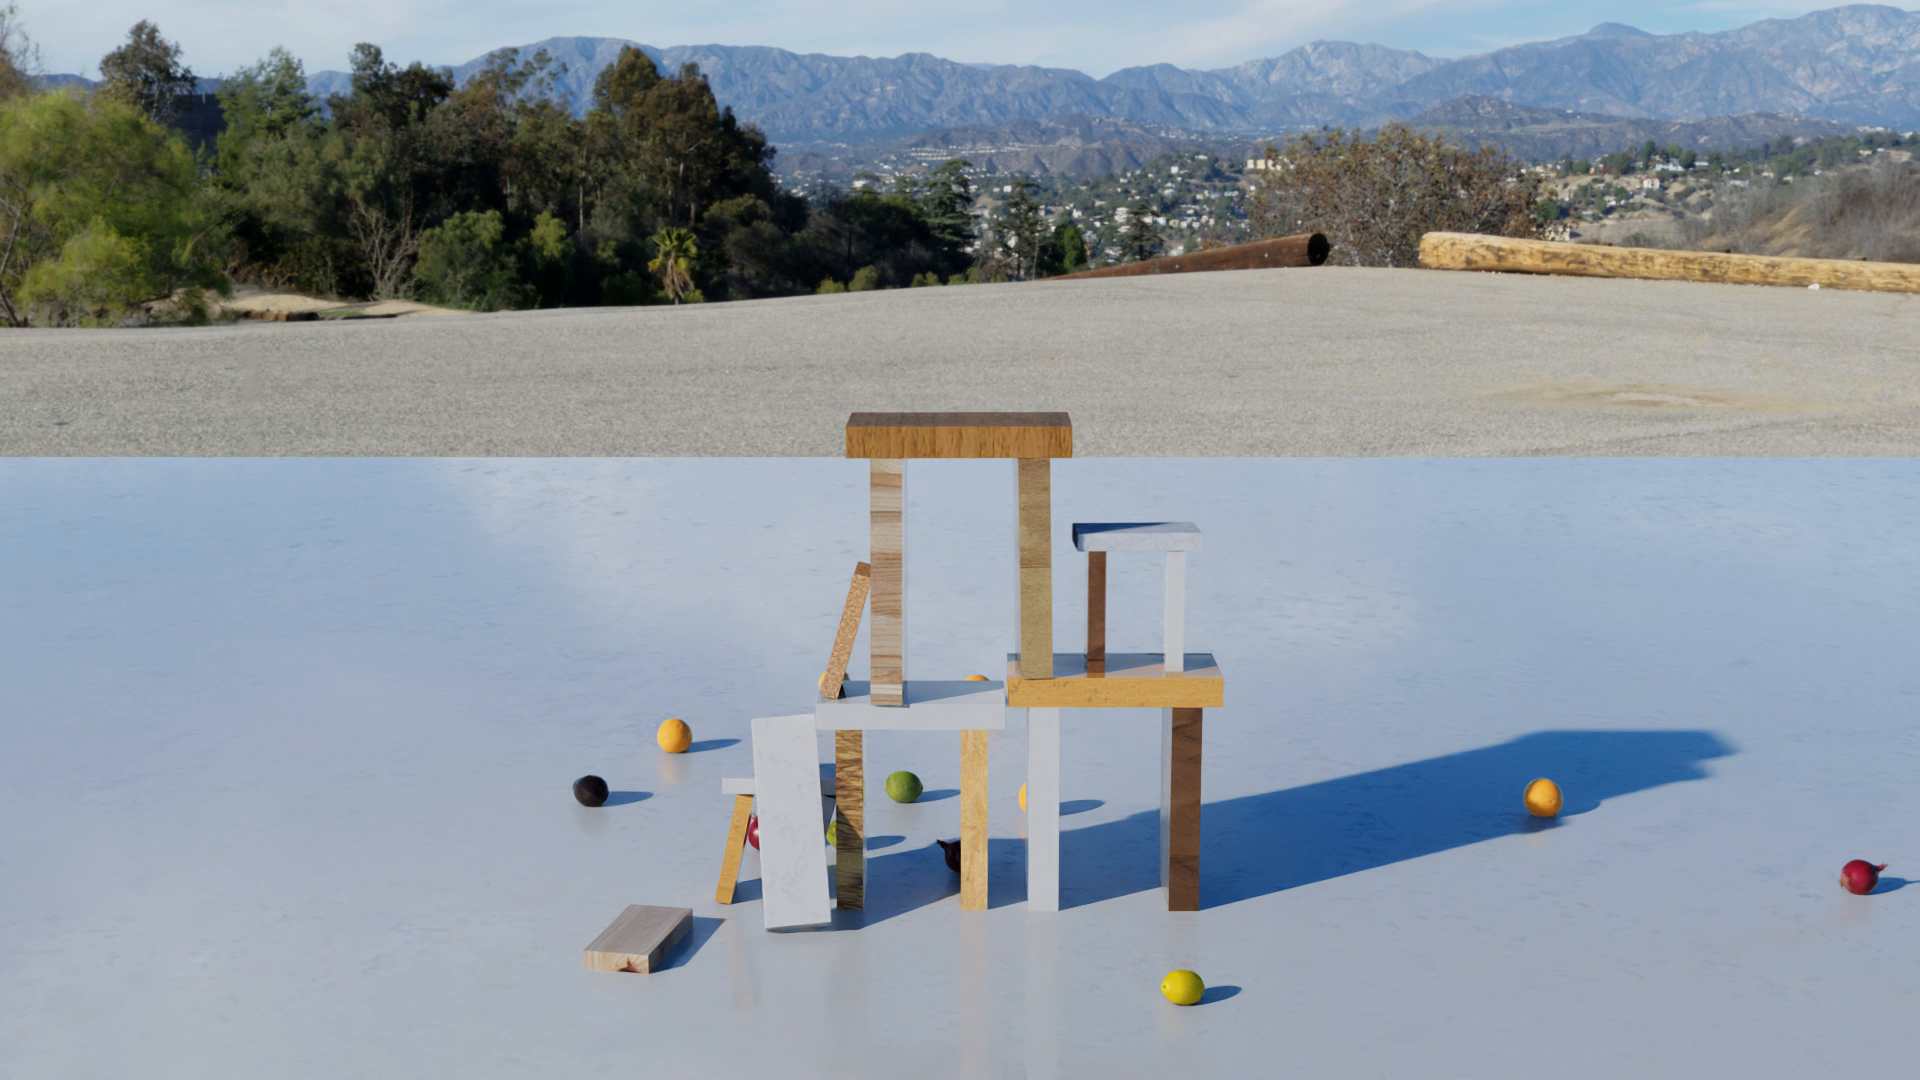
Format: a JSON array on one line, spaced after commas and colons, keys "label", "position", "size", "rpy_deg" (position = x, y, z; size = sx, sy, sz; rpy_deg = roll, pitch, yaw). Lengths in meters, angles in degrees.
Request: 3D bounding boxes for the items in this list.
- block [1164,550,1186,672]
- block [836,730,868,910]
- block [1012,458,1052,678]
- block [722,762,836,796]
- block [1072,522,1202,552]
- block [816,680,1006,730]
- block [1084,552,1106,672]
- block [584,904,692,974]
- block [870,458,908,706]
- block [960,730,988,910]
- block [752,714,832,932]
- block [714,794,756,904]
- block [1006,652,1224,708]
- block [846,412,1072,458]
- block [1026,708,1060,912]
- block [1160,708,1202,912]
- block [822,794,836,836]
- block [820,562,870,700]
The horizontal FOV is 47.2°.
[{"label": "block", "position": [0.349, 0.106, 3.586], "size": [0.028, 0.200, 0.100], "rpy_deg": [1, 11, 3]}, {"label": "block", "position": [-0.179, 0.441, 3.639], "size": [0.043, 0.304, 0.152], "rpy_deg": [0, 11, 0]}, {"label": "block", "position": [0.117, 0.031, 3.564], "size": [0.050, 0.355, 0.177], "rpy_deg": [-1, 11, -2]}, {"label": "block", "position": [-0.294, 0.394, 3.630], "size": [0.186, 0.026, 0.093], "rpy_deg": [1, 11, 0]}, {"label": "block", "position": [0.285, -0.005, 3.559], "size": [0.200, 0.028, 0.100], "rpy_deg": [0, 11, -2]}, {"label": "block", "position": [-0.079, 0.270, 3.607], "size": [0.304, 0.043, 0.152], "rpy_deg": [0, 11, 0]}, {"label": "block", "position": [0.219, 0.107, 3.578], "size": [0.028, 0.200, 0.100], "rpy_deg": [0, 11, 0]}, {"label": "block", "position": [-0.499, 0.620, 3.426], "size": [0.104, 0.029, 0.208], "rpy_deg": [2, 11, 12]}, {"label": "block", "position": [-0.115, 0.052, 3.570], "size": [0.050, 0.399, 0.177], "rpy_deg": [0, 11, 1]}, {"label": "block", "position": [0.023, 0.441, 3.639], "size": [0.043, 0.304, 0.152], "rpy_deg": [0, 11, 0]}, {"label": "block", "position": [-0.272, 0.453, 3.543], "size": [0.104, 0.343, 0.029], "rpy_deg": [-5, -20, -2]}, {"label": "block", "position": [-0.370, 0.499, 3.645], "size": [0.026, 0.186, 0.093], "rpy_deg": [12, 10, -1]}, {"label": "block", "position": [0.250, 0.229, 3.603], "size": [0.343, 0.049, 0.171], "rpy_deg": [0, 11, 0]}, {"label": "block", "position": [-0.001, -0.169, 3.529], "size": [0.355, 0.050, 0.177], "rpy_deg": [0, 11, 0]}, {"label": "block", "position": [0.136, 0.421, 3.639], "size": [0.049, 0.343, 0.171], "rpy_deg": [0, 11, 0]}, {"label": "block", "position": [0.365, 0.421, 3.639], "size": [0.049, 0.343, 0.171], "rpy_deg": [0, 11, 0]}, {"label": "block", "position": [-0.240, 0.499, 3.648], "size": [0.026, 0.186, 0.093], "rpy_deg": [16, 10, -3]}, {"label": "block", "position": [-0.183, 0.146, 3.587], "size": [0.029, 0.208, 0.104], "rpy_deg": [16, 10, -2]}]
